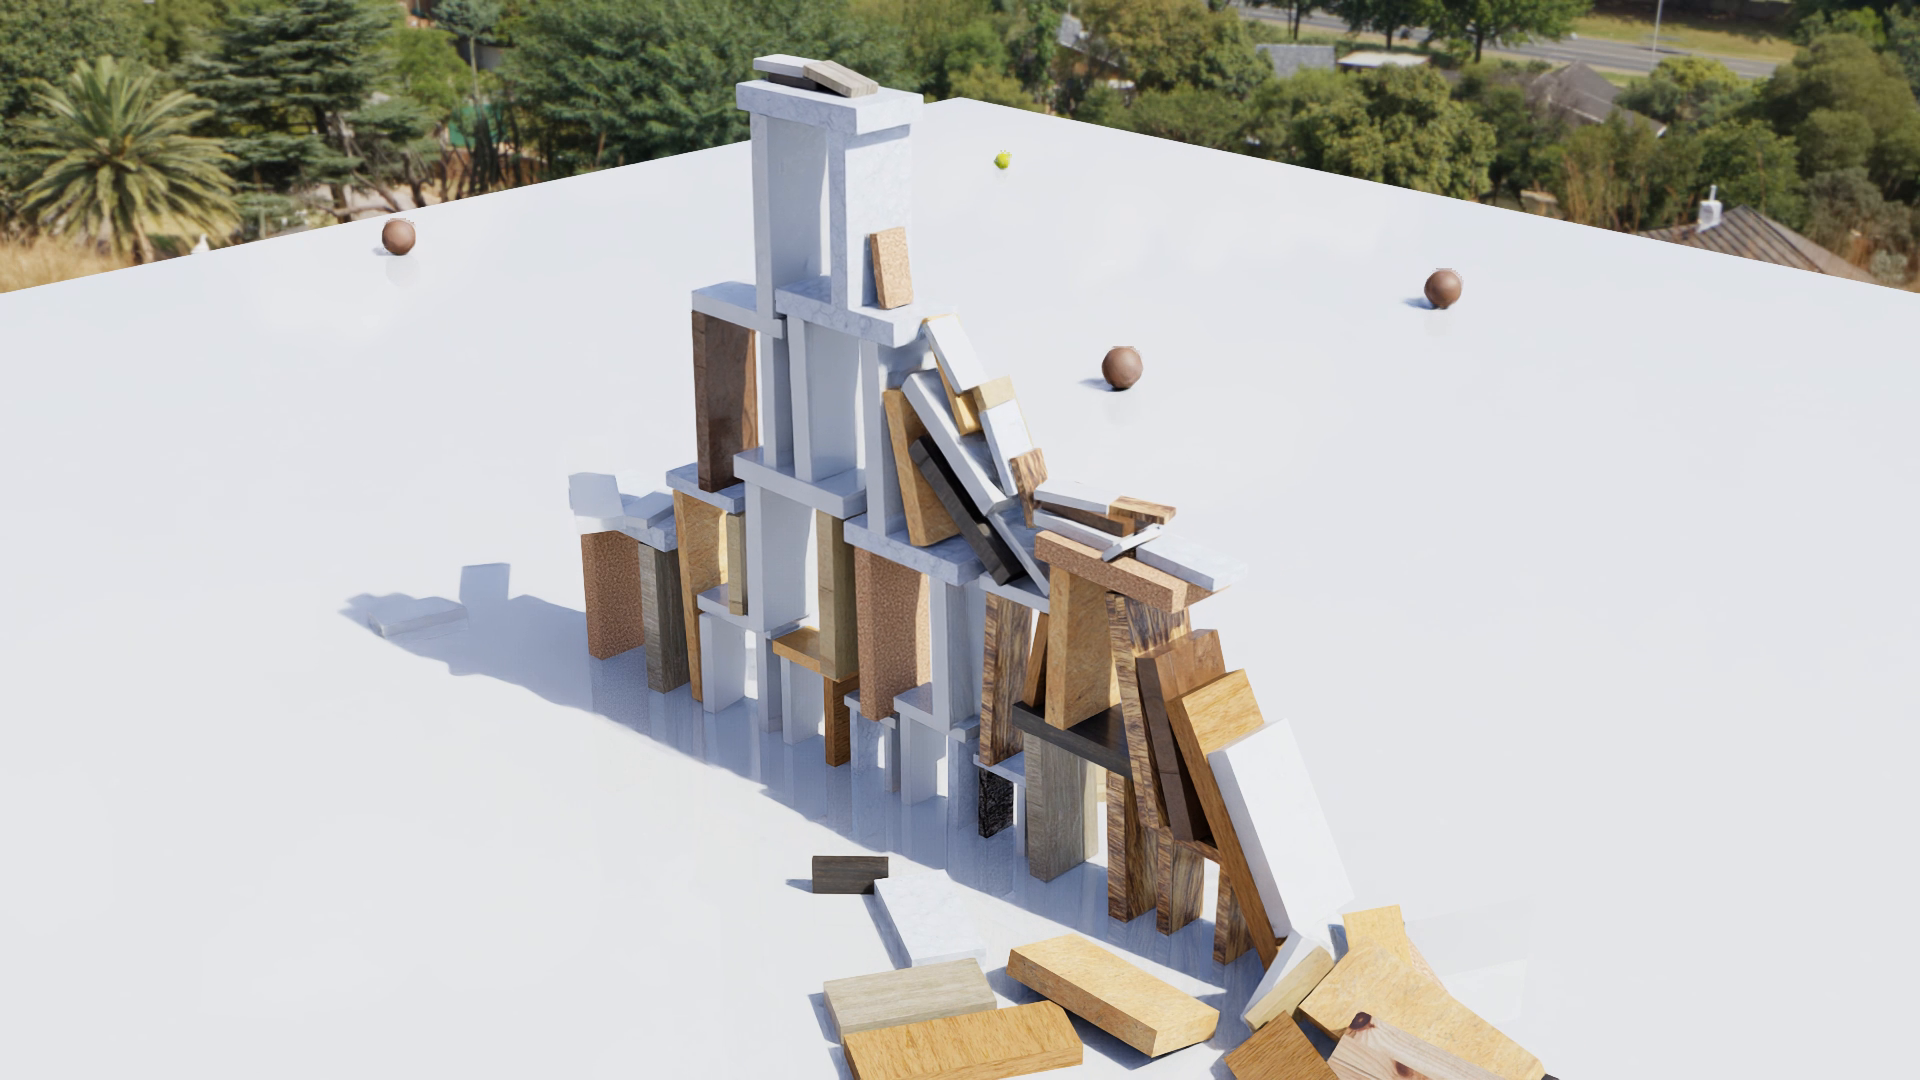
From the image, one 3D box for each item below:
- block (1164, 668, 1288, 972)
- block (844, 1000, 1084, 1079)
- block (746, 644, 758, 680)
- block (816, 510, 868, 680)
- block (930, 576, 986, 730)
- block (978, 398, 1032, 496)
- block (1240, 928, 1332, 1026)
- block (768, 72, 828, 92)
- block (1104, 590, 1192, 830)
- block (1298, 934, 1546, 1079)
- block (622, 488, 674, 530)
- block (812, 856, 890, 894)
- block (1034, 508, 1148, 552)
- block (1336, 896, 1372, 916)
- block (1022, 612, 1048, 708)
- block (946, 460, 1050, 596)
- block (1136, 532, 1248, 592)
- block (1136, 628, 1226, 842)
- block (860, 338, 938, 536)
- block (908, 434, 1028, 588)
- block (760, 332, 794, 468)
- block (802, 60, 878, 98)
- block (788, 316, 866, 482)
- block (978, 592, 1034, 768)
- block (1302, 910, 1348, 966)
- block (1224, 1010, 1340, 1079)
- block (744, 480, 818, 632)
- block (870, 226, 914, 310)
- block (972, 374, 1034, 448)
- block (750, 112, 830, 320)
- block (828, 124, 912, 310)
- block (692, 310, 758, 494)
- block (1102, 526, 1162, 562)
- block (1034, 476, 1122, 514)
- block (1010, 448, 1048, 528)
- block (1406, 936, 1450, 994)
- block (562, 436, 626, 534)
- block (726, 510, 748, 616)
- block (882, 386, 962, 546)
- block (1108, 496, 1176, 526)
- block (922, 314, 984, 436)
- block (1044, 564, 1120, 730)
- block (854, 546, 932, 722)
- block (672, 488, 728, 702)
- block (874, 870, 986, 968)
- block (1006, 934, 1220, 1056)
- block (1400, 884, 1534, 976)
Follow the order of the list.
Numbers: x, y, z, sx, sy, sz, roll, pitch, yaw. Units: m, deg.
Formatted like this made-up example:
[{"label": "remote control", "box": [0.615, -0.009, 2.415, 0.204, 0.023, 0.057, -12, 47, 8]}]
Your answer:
[{"label": "block", "box": [0.530, 0.522, 3.871, 0.170, 0.569, 0.048, -21, 0, -40]}, {"label": "block", "box": [0.005, 0.856, 3.693, 0.378, 0.039, 0.138, -6, 24, -15]}, {"label": "block", "box": [-0.367, 0.278, 5.000, 0.289, 0.083, 0.024, 0, 23, 0]}, {"label": "block", "box": [-0.212, 0.089, 4.485, 0.047, 0.363, 0.166, 21, 31, 40]}, {"label": "block", "box": [0.016, 0.199, 4.292, 0.158, 0.315, 0.045, -21, 29, -40]}, {"label": "block", "box": [0.093, -0.170, 4.038, 0.023, 0.162, 0.081, -11, 11, 47]}, {"label": "block", "box": [0.553, 0.752, 3.733, 0.090, 0.179, 0.025, 26, 6, -42]}, {"label": "block", "box": [-0.294, -0.876, 4.178, 0.136, 0.019, 0.068, 20, 30, 40]}, {"label": "block", "box": [0.362, 0.283, 3.947, 0.161, 0.438, 0.046, -21, 17, -40]}, {"label": "block", "box": [0.753, 0.819, 3.609, 0.169, 0.048, 0.378, -45, 46, -12]}, {"label": "block", "box": [-0.677, -0.069, 4.854, 0.083, 0.024, 0.167, 11, 25, 25]}, {"label": "block", "box": [-0.207, 0.636, 4.170, 0.145, 0.072, 0.021, 1, 23, 1]}, {"label": "block", "box": [0.234, -0.027, 3.957, 0.189, 0.027, 0.094, 22, 32, 39]}, {"label": "block", "box": [0.711, 0.693, 4.107, 0.118, 0.015, 0.054, -4, 23, -10]}, {"label": "block", "box": [0.177, 0.209, 4.115, 0.101, 0.203, 0.029, -21, 43, -40]}, {"label": "block", "box": [0.104, -0.043, 4.093, 0.094, 0.027, 0.325, -22, 69, -41]}, {"label": "block", "box": [0.402, 0.038, 3.821, 0.090, 0.025, 0.179, -20, 31, -39]}, {"label": "block", "box": [0.420, 0.346, 3.923, 0.170, 0.340, 0.048, -21, 13, -40]}, {"label": "block", "box": [-0.108, -0.217, 4.254, 0.048, 0.389, 0.168, 18, 29, 41]}, {"label": "block", "box": [0.049, -0.073, 4.142, 0.152, 0.043, 0.318, -22, 72, -41]}, {"label": "block", "box": [-0.335, -0.298, 4.453, 0.140, 0.280, 0.040, -21, 31, -40]}, {"label": "block", "box": [-0.224, -0.861, 4.108, 0.068, 0.019, 0.136, -22, 42, -41]}, {"label": "block", "box": [-0.257, -0.299, 4.381, 0.048, 0.336, 0.168, 19, 29, 41]}, {"label": "block", "box": [0.089, 0.254, 4.230, 0.029, 0.371, 0.101, 24, 33, 39]}, {"label": "block", "box": [0.671, 0.745, 3.819, 0.100, 0.028, 0.200, -21, 68, -40]}, {"label": "block", "box": [0.539, 0.882, 3.545, 0.131, 0.037, 0.263, -39, 29, 0]}, {"label": "block", "box": [-0.371, 0.013, 4.624, 0.047, 0.332, 0.166, 21, 31, 38]}, {"label": "block", "box": [-0.128, -0.513, 4.144, 0.072, 0.144, 0.020, -21, 21, -41]}, {"label": "block", "box": [0.083, -0.218, 4.076, 0.081, 0.162, 0.023, -22, 4, -41]}, {"label": "block", "box": [-0.323, -0.645, 4.296, 0.048, 0.401, 0.169, 21, 31, 40]}, {"label": "block", "box": [-0.168, -0.618, 4.146, 0.048, 0.338, 0.169, 21, 31, 40]}, {"label": "block", "box": [-0.491, -0.306, 4.618, 0.040, 0.397, 0.140, 20, 30, 38]}, {"label": "block", "box": [0.302, 0.007, 3.860, 0.107, 0.015, 0.054, -22, -8, -41]}, {"label": "block", "box": [0.213, -0.080, 3.953, 0.143, 0.019, 0.067, 13, 27, 25]}, {"label": "block", "box": [0.137, -0.096, 4.037, 0.019, 0.134, 0.067, -4, 16, 46]}, {"label": "block", "box": [0.783, 0.781, 3.780, 0.100, 0.028, 0.200, -13, 51, -28]}, {"label": "block", "box": [-0.832, -0.130, 4.978, 0.104, 0.029, 0.657, -8, 19, -10]}, {"label": "block", "box": [-0.454, 0.034, 4.703, 0.033, 0.230, 0.115, 11, 25, 22]}, {"label": "block", "box": [-0.052, -0.156, 4.220, 0.152, 0.303, 0.043, -22, 17, -41]}, {"label": "block", "box": [0.324, -0.053, 3.902, 0.107, 0.015, 0.054, 13, 27, 26]}, {"label": "block", "box": [-0.001, -0.309, 4.101, 0.072, 0.234, 0.020, -11, -13, -38]}, {"label": "block", "box": [0.233, 0.175, 4.045, 0.046, 0.321, 0.161, 23, 32, 40]}, {"label": "block", "box": [-0.134, 0.168, 4.438, 0.045, 0.372, 0.158, 19, 30, 41]}, {"label": "block", "box": [-0.559, 0.109, 4.868, 0.033, 0.496, 0.115, 17, 28, 42]}, {"label": "block", "box": [-0.057, 0.704, 4.052, 0.138, 0.039, 0.276, -6, 24, -15]}, {"label": "block", "box": [0.261, 0.782, 3.803, 0.338, 0.048, 0.169, 22, 17, 41]}, {"label": "block", "box": [0.897, 0.706, 3.929, 0.263, 0.131, 0.037, -8, 24, -18]}]
